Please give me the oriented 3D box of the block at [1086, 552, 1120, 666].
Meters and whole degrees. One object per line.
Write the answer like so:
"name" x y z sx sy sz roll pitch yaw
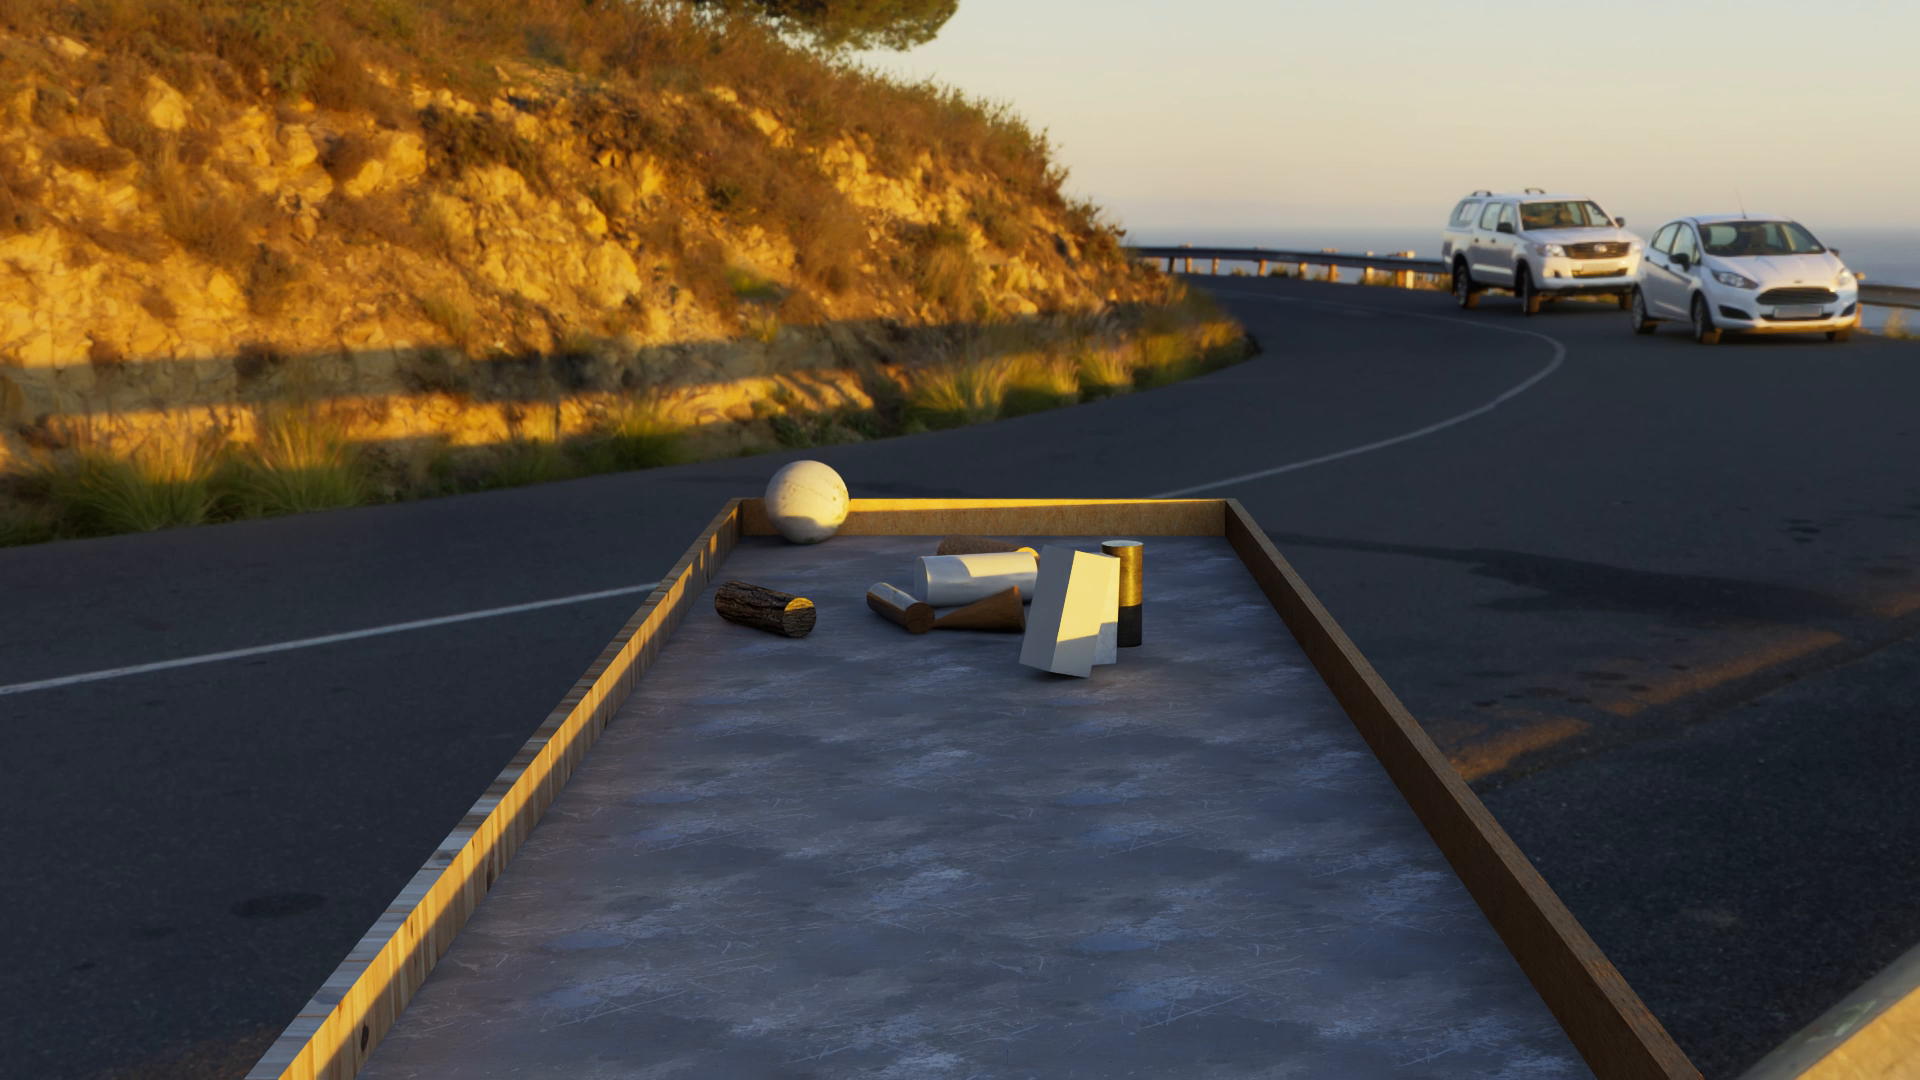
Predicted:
"block" 0.395 0.208 6.659 0.122 0.322 0.122 -3 9 -26

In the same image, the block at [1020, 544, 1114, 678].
"block" 0.313 0.209 6.467 0.150 0.357 0.150 12 0 -37

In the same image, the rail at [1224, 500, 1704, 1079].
"rail" 1.046 0.843 3.208 0.050 0.150 12.000 0 9 1

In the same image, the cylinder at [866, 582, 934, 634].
"cylinder" -0.199 0.224 7.266 0.104 0.104 0.397 -3 10 -20

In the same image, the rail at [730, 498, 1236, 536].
"rail" 0.099 -0.098 9.147 2.100 0.150 0.050 0 9 1

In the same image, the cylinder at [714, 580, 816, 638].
"cylinder" -0.637 0.224 7.173 0.132 0.132 0.398 -7 11 -38

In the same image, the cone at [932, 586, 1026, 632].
"cone" 0.027 0.255 7.165 0.347 0.150 0.150 -11 7 10

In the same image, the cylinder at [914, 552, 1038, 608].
"cylinder" 0.054 0.137 7.581 0.393 0.177 0.177 -3 9 -17

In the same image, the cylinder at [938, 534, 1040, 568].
"cylinder" 0.103 0.082 7.981 0.161 0.161 0.401 -7 12 -38

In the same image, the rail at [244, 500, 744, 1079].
"rail" -1.004 0.839 3.234 0.050 0.150 12.000 0 9 1

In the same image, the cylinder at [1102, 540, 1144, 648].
"cylinder" 0.509 0.169 6.922 0.130 0.320 0.130 0 9 0

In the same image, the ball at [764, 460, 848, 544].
"ball" -0.622 -0.155 8.899 0.340 0.340 0.340 0 9 0
